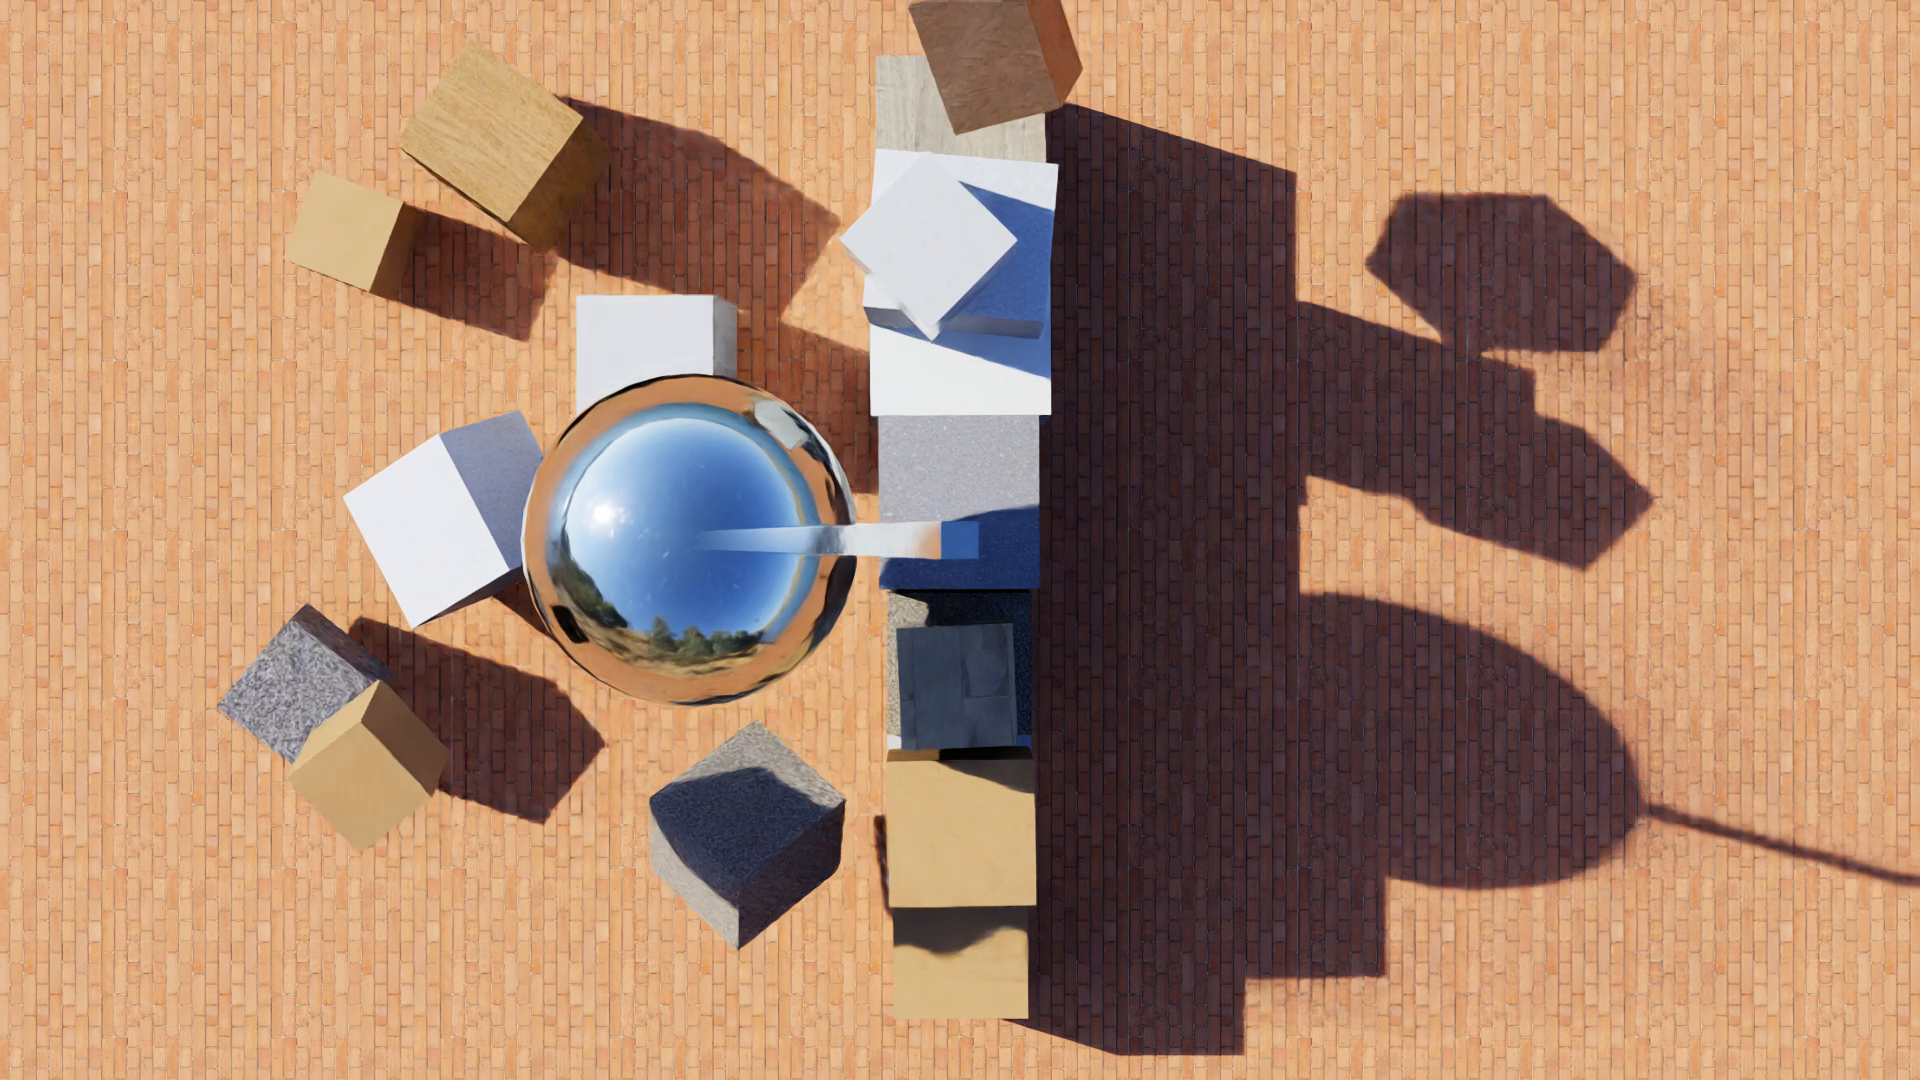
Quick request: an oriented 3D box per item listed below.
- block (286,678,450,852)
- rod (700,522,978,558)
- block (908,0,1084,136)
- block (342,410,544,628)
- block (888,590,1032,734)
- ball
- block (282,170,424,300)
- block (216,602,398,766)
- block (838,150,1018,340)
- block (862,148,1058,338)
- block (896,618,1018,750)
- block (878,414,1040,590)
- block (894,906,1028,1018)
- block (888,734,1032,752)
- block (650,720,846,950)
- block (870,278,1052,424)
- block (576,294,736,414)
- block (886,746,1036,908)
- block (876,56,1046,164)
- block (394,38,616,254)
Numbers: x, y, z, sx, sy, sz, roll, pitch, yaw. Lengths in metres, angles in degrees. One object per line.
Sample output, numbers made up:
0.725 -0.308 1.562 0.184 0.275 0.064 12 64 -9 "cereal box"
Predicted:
-2.825 1.074 10.539 0.450 0.562 0.499 -37 106 7 "block"
-0.556 0.000 7.179 0.080 5.200 0.080 0 90 -12 "rod"
0.189 -2.519 11.044 0.577 0.552 0.693 -10 118 22 "block"
-2.802 -0.123 12.479 0.842 0.709 0.840 -28 90 31 "block"
-0.003 0.685 12.580 0.799 0.840 0.785 0 90 0 "block"
-1.283 0.000 10.500 1.600 1.600 1.600 0 90 0 "ball"
-3.504 -1.758 12.741 0.526 0.519 0.545 21 90 0 "block"
-3.711 0.850 12.544 0.660 0.688 0.633 40 88 -11 "block"
-0.150 -1.433 10.801 0.611 0.603 0.598 45 90 0 "block"
0.004 -1.537 11.545 0.925 0.883 0.800 5 90 0 "block"
-0.014 0.768 11.832 0.609 0.656 0.641 -3 90 0 "block"
-0.005 -0.207 12.486 0.874 1.028 0.948 0 90 0 "block"
0.004 2.290 12.576 0.744 0.848 0.710 0 90 0 "block"
-0.004 1.505 12.633 0.802 0.734 0.837 0 90 0 "block"
-1.159 1.602 11.966 0.707 0.708 0.764 39 56 24 "block"
0.002 -1.163 12.493 0.984 1.013 0.965 0 90 0 "block"
-1.723 -1.014 12.576 0.766 0.771 0.705 0 91 4 "block"
0.003 1.546 11.941 0.782 0.651 0.772 -1 91 -1 "block"
0.004 -2.147 12.506 0.929 0.989 0.993 0 90 0 "block"
-2.574 -2.225 12.538 0.790 0.826 0.719 35 88 6 "block"
